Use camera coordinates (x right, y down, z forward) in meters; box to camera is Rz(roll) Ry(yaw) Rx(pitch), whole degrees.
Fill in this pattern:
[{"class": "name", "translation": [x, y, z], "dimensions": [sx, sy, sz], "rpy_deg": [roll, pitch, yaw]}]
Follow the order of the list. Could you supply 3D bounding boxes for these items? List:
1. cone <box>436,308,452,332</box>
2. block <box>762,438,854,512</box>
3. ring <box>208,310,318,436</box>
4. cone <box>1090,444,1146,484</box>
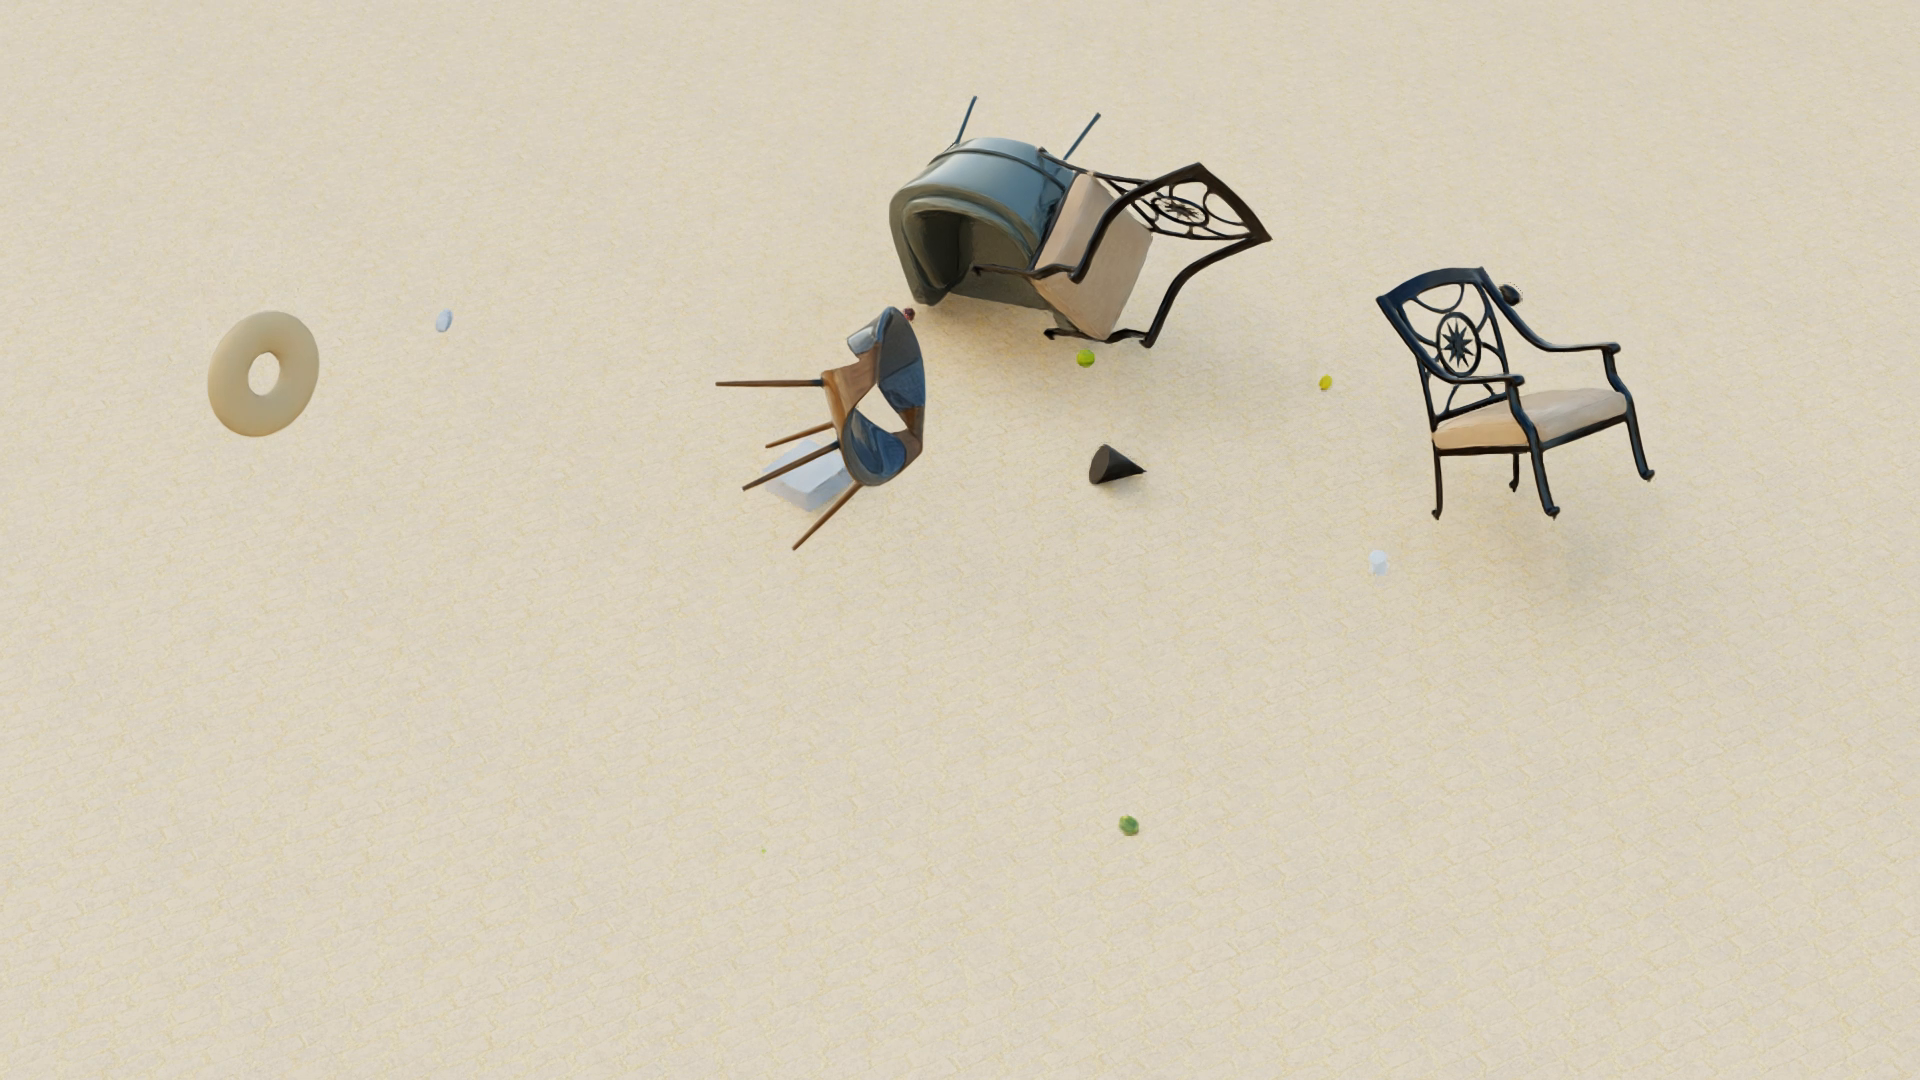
[{"class": "cone", "translation": [-1.939, -0.808, 11.038], "dimensions": [0.058, 0.107, 0.065], "rpy_deg": [13, 33, -24]}, {"class": "block", "translation": [-0.581, -0.248, 11.205], "dimensions": [0.245, 0.091, 0.244], "rpy_deg": [28, 51, 35]}, {"class": "ring", "translation": [-2.662, -0.636, 11.214], "dimensions": [0.129, 0.443, 0.514], "rpy_deg": [8, 57, 43]}, {"class": "cone", "translation": [0.630, -0.277, 11.276], "dimensions": [0.218, 0.178, 0.116], "rpy_deg": [8, 35, -27]}]
